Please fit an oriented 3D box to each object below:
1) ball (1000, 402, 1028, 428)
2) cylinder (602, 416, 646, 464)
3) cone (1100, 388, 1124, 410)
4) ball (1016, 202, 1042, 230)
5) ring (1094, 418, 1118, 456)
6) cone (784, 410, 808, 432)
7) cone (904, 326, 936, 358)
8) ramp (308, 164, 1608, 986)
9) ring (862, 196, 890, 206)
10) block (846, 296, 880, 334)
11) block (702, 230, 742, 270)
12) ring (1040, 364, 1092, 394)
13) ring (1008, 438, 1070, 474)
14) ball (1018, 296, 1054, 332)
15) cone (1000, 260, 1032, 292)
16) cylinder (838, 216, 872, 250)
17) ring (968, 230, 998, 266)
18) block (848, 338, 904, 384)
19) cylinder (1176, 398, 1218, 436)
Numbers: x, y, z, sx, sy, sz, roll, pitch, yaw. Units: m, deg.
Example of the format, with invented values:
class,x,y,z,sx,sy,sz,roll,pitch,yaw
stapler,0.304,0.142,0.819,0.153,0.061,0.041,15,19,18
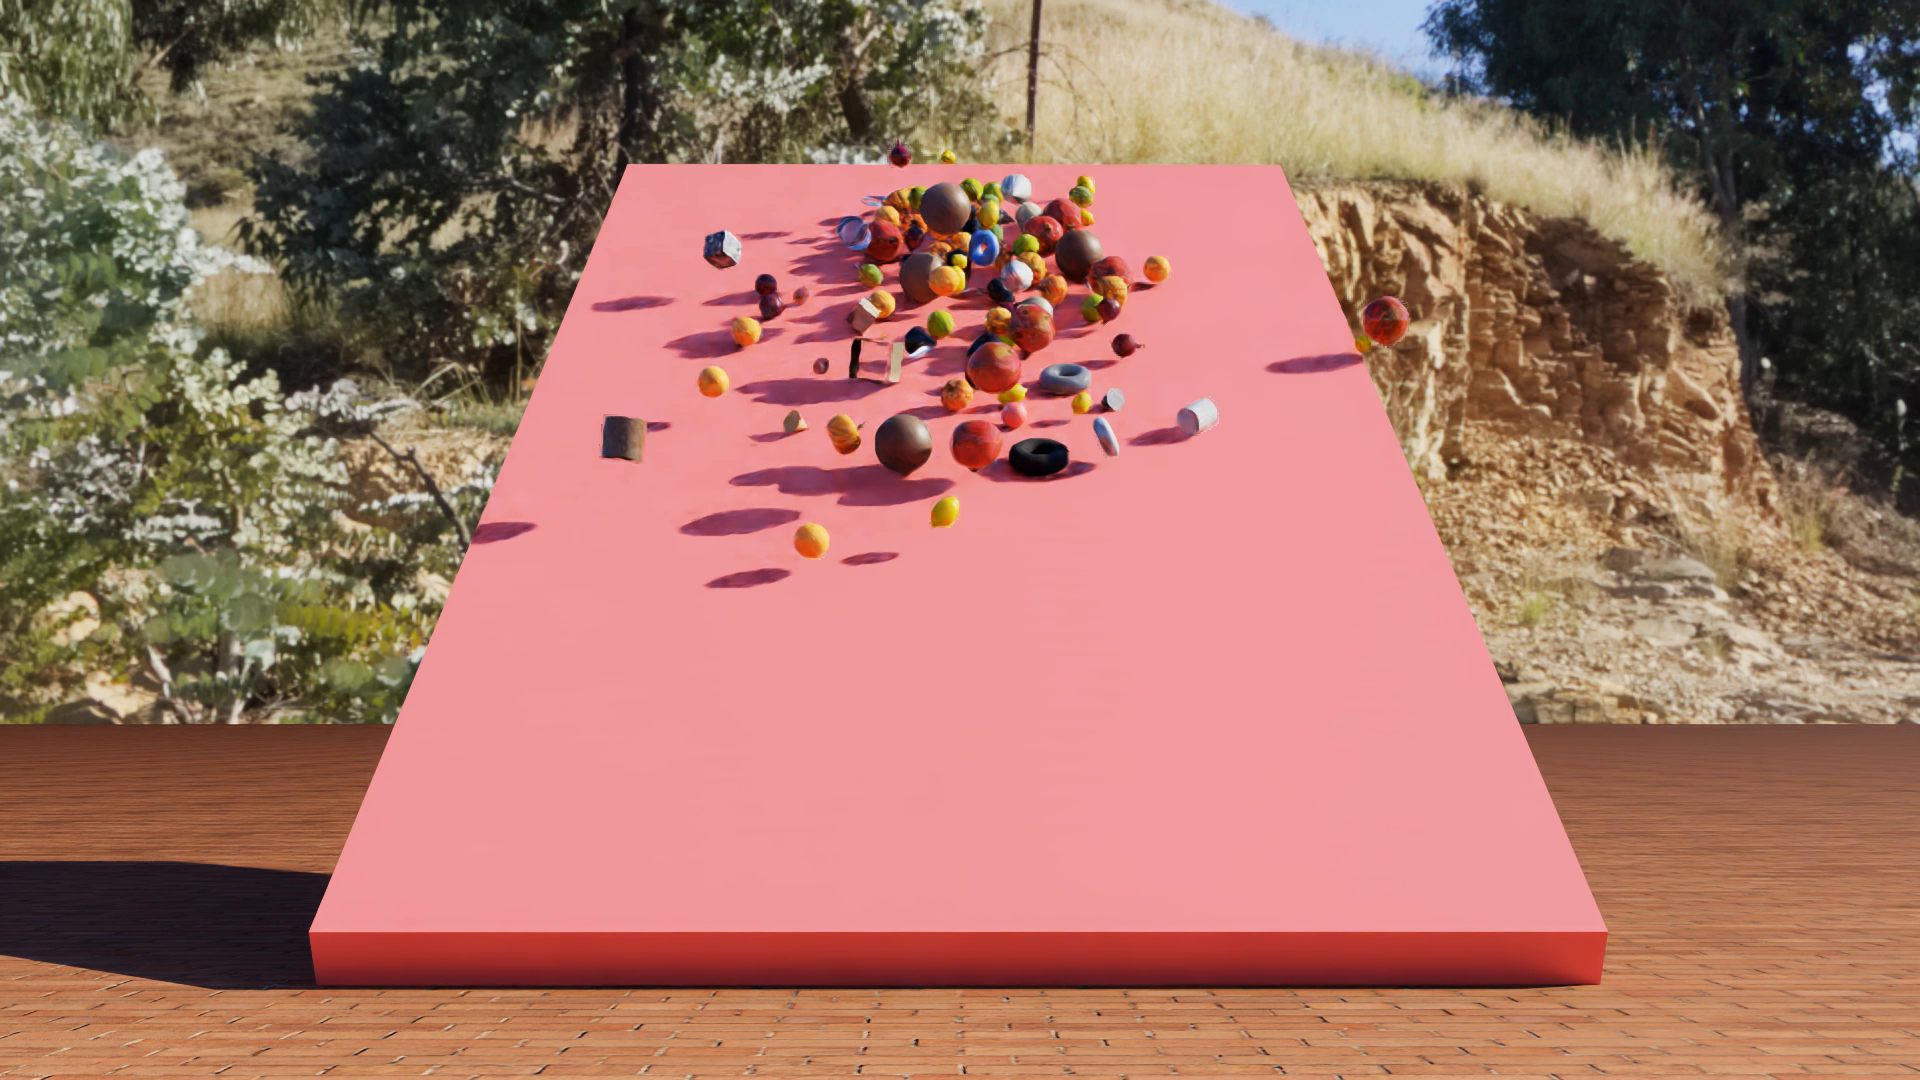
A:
class,x,y,z,sx,sy,sz,roll,pitch,yaw
ball,0.123,-0.286,5.382,0.060,0.060,0.060,0,-4,0
cylinder,-0.702,-0.209,4.923,0.088,0.088,0.088,5,-3,0
cone,0.345,-0.325,5.505,0.055,0.055,0.055,3,-9,-38
ball,0.193,-0.916,6.656,0.076,0.076,0.076,0,-4,0
ring,0.322,-0.227,5.187,0.031,0.094,0.094,-25,-5,0
cone,-0.363,-0.261,5.362,0.054,0.054,0.054,-4,-19,43
cone,-0.079,-0.478,5.730,0.081,0.081,0.081,3,5,-36
ramp,-0.010,-0.229,5.447,2.000,0.100,4.000,0,26,0
ring,-0.240,-0.970,6.739,0.083,0.028,0.083,4,11,-1
block,-0.245,-0.564,5.924,0.057,0.057,0.057,39,24,-9
block,-0.620,-0.756,6.143,0.067,0.067,0.067,-13,-33,32
ring,0.251,-0.384,5.604,0.126,0.042,0.126,-1,27,0
ring,0.175,-0.184,5.191,0.136,0.045,0.136,0,26,0
ball,0.190,-0.569,5.930,0.090,0.090,0.090,0,-4,0
cone,0.135,-0.638,5.663,0.078,0.078,0.078,0,1,1
cylinder,-0.277,-0.807,6.191,0.076,0.076,0.076,-1,-8,11
ring,0.062,-0.766,6.184,0.032,0.097,0.097,2,-4,-44
block,-0.199,-0.427,5.598,0.095,0.095,0.095,9,8,18
cylinder,0.540,-0.280,5.357,0.066,0.066,0.066,-29,15,-38
